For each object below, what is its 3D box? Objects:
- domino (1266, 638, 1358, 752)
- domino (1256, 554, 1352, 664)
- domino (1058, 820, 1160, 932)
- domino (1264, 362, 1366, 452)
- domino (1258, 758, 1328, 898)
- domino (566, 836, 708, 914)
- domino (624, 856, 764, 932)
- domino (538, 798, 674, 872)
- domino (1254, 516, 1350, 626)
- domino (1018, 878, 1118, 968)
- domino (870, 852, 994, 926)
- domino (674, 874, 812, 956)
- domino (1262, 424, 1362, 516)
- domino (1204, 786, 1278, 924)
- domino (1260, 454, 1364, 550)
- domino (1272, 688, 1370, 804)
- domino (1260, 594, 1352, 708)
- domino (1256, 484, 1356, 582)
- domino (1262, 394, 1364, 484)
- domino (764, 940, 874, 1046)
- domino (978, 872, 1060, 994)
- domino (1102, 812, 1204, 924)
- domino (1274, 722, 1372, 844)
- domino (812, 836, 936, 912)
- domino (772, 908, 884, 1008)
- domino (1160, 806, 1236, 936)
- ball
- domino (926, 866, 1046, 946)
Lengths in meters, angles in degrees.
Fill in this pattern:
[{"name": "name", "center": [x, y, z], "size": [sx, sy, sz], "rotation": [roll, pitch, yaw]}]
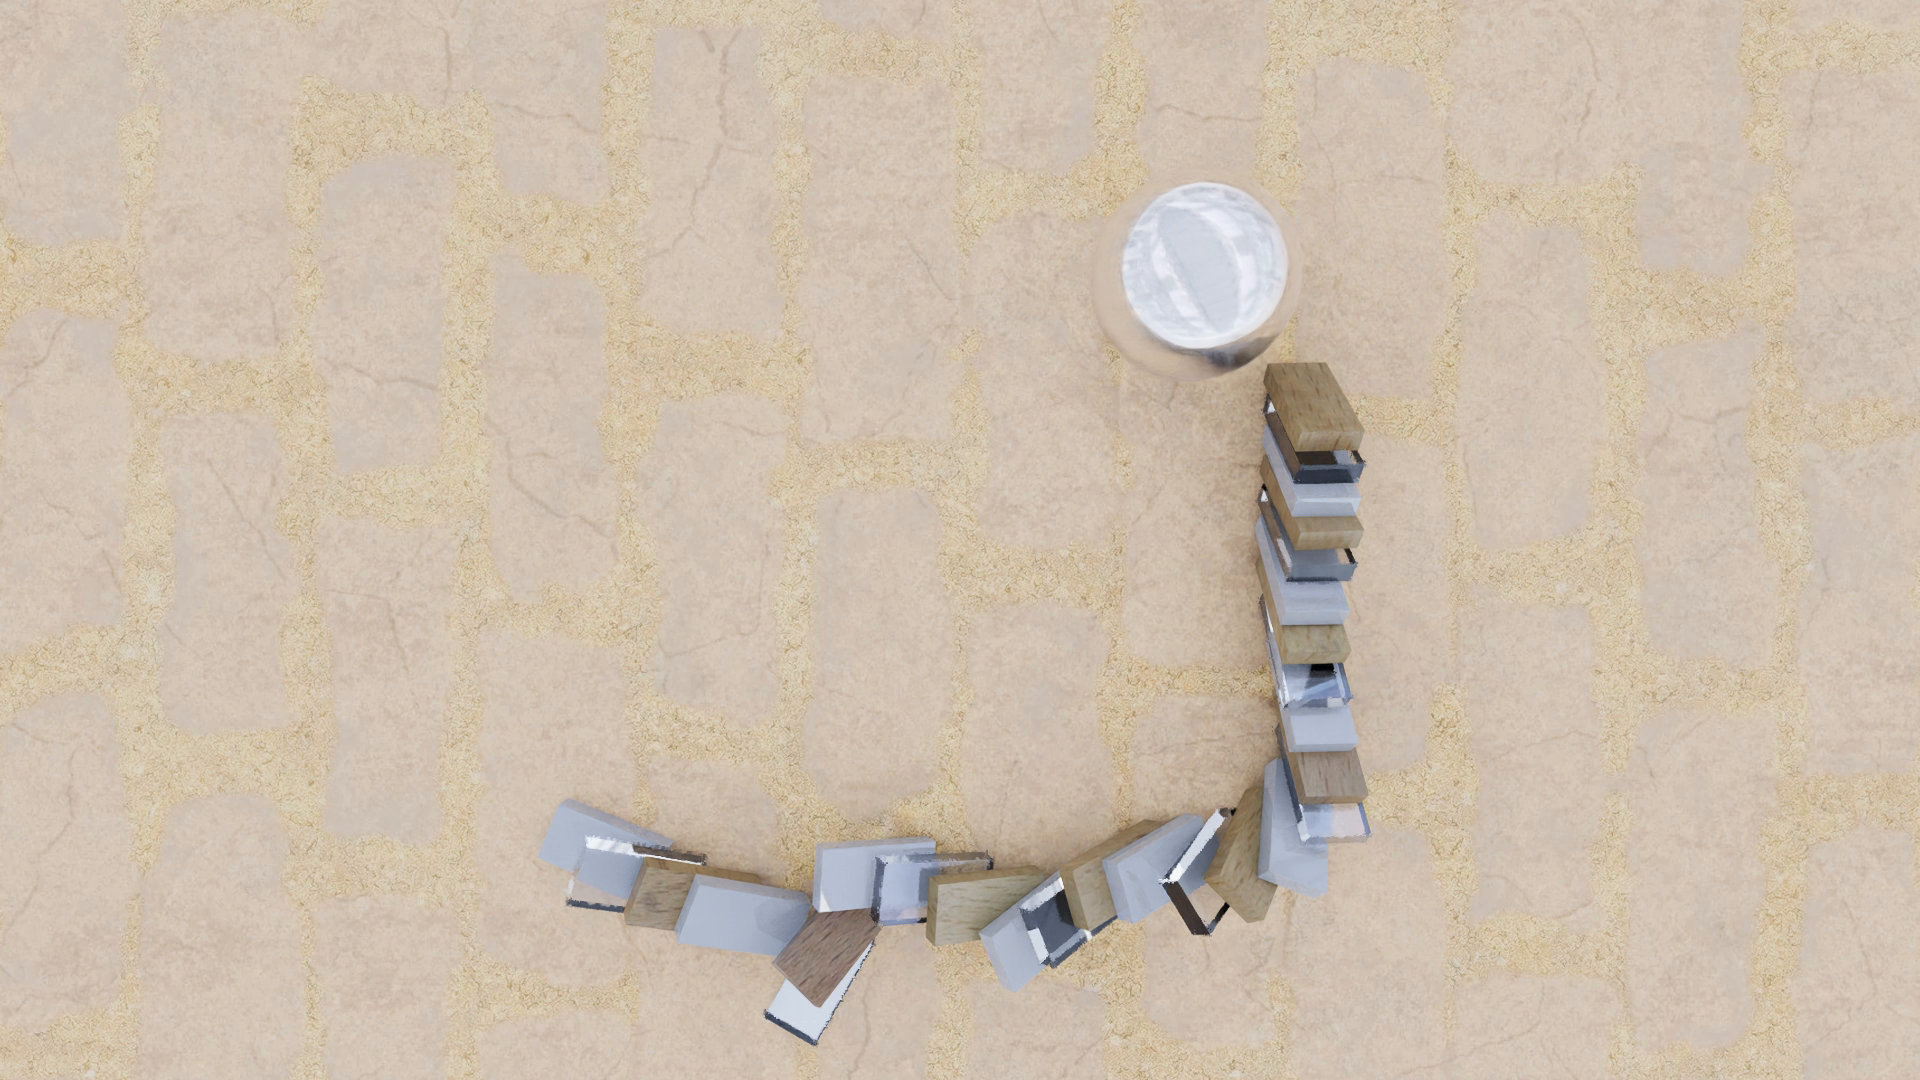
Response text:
[{"name": "domino", "center": [0.146, 0.063, 0.383], "size": [0.025, 0.009, 0.050], "rotation": [-1, 58, 0]}, {"name": "domino", "center": [0.142, 0.027, 0.381], "size": [0.025, 0.010, 0.050], "rotation": [-2, 52, 0]}, {"name": "domino", "center": [0.066, 0.139, 0.383], "size": [0.050, 0.009, 0.025], "rotation": [-16, 90, -32]}, {"name": "domino", "center": [0.145, -0.056, 0.378], "size": [0.025, 0.050, 0.010], "rotation": [-1, 133, 0]}, {"name": "domino", "center": [0.139, 0.119, 0.381], "size": [0.025, 0.010, 0.050], "rotation": [21, 52, -2]}, {"name": "domino", "center": [-0.135, 0.142, 0.383], "size": [0.050, 0.010, 0.025], "rotation": [21, 91, -27]}, {"name": "domino", "center": [-0.111, 0.151, 0.384], "size": [0.050, 0.010, 0.025], "rotation": [21, 90, -27]}, {"name": "domino", "center": [-0.152, 0.133, 0.395], "size": [0.050, 0.009, 0.025], "rotation": [22, 90, 0]}, {"name": "domino", "center": [0.141, 0.012, 0.380], "size": [0.025, 0.009, 0.050], "rotation": [-1, 51, 0]}, {"name": "domino", "center": [0.050, 0.152, 0.382], "size": [0.050, 0.010, 0.025], "rotation": [-23, 94, -32]}, {"name": "domino", "center": [-0.011, 0.146, 0.385], "size": [0.050, 0.010, 0.025], "rotation": [7, 89, -25]}, {"name": "domino", "center": [-0.091, 0.158, 0.385], "size": [0.050, 0.010, 0.025], "rotation": [21, 90, -26]}, {"name": "domino", "center": [0.144, -0.030, 0.378], "size": [0.025, 0.050, 0.009], "rotation": [-1, 133, 1]}, {"name": "domino", "center": [0.122, 0.129, 0.380], "size": [0.025, 0.010, 0.050], "rotation": [45, 50, 0]}, {"name": "domino", "center": [0.144, -0.017, 0.378], "size": [0.025, 0.050, 0.010], "rotation": [-2, 133, -1]}, {"name": "domino", "center": [0.149, 0.084, 0.382], "size": [0.025, 0.010, 0.050], "rotation": [-2, 55, 0]}, {"name": "domino", "center": [0.144, 0.045, 0.383], "size": [0.025, 0.010, 0.050], "rotation": [-2, 58, 0]}, {"name": "domino", "center": [0.142, -0.004, 0.378], "size": [0.025, 0.050, 0.009], "rotation": [-1, 133, 0]}, {"name": "domino", "center": [0.145, -0.043, 0.378], "size": [0.025, 0.050, 0.010], "rotation": [-1, 133, 0]}, {"name": "domino", "center": [-0.060, 0.188, 0.395], "size": [0.025, 0.010, 0.050], "rotation": [30, 90, 0]}, {"name": "domino", "center": [0.034, 0.161, 0.382], "size": [0.050, 0.009, 0.025], "rotation": [-25, 95, -32]}, {"name": "domino", "center": [0.084, 0.136, 0.383], "size": [0.050, 0.009, 0.025], "rotation": [-16, 90, -32]}, {"name": "domino", "center": [0.150, 0.100, 0.382], "size": [0.025, 0.010, 0.050], "rotation": [-2, 55, 0]}, {"name": "domino", "center": [-0.036, 0.140, 0.384], "size": [0.050, 0.010, 0.025], "rotation": [5, 86, -25]}, {"name": "domino", "center": [-0.051, 0.165, 0.383], "size": [0.025, 0.009, 0.050], "rotation": [45, 58, 0]}, {"name": "domino", "center": [0.106, 0.136, 0.380], "size": [0.050, 0.010, 0.025], "rotation": [-31, 90, -41]}, {"name": "ball", "center": [0.092, -0.103, 0.360], "size": [0.080, 0.080, 0.080], "rotation": [0, 90, 0]}, {"name": "domino", "center": [0.011, 0.153, 0.385], "size": [0.050, 0.010, 0.025], "rotation": [4, 90, -25]}]
